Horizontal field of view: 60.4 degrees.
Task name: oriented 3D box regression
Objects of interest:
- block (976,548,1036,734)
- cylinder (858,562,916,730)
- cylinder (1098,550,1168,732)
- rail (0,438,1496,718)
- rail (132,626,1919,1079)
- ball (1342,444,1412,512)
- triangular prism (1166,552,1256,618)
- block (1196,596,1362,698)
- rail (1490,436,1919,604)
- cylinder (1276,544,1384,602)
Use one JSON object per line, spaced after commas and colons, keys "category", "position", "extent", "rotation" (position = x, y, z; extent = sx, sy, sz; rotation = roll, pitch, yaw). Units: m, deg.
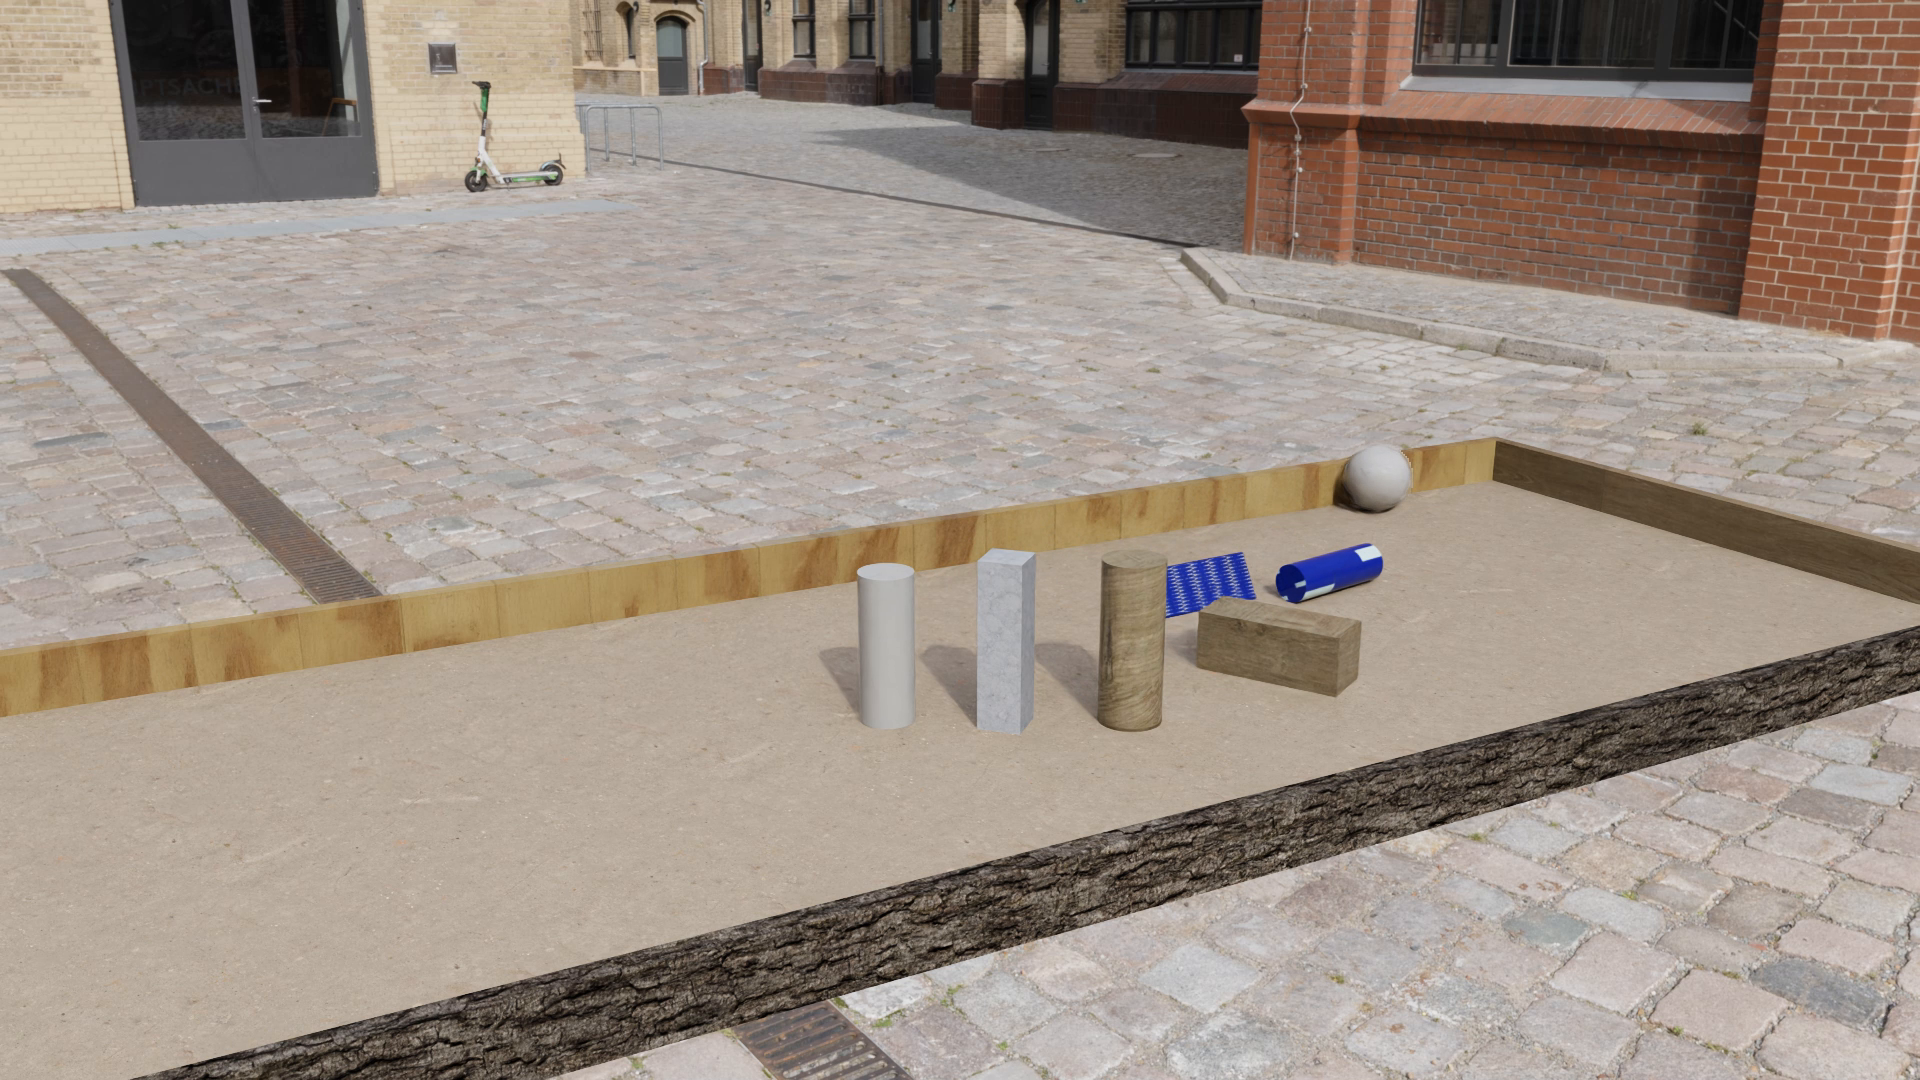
{"category": "block", "position": [0.107, 0.235, 3.825], "extent": [0.106, 0.411, 0.106], "rotation": [6, 17, 19]}
{"category": "cylinder", "position": [-0.172, 0.248, 3.862], "extent": [0.133, 0.366, 0.133], "rotation": [0, 16, 0]}
{"category": "cylinder", "position": [0.402, 0.234, 3.850], "extent": [0.152, 0.399, 0.152], "rotation": [0, 16, 0]}
{"category": "rail", "position": [-3.305, 0.497, 3.399], "extent": [12.000, 0.150, 0.050], "rotation": [-9, 18, -27]}
{"category": "rail", "position": [-2.336, 1.006, 1.665], "extent": [12.000, 0.150, 0.050], "rotation": [-9, 18, -27]}
{"category": "ball", "position": [1.434, -0.213, 5.676], "extent": [0.228, 0.228, 0.228], "rotation": [0, 16, 0]}
{"category": "triangular prism", "position": [0.647, 0.123, 4.709], "extent": [0.405, 0.122, 0.140], "rotation": [-10, 19, -30]}
{"category": "block", "position": [0.806, 0.265, 4.180], "extent": [0.374, 0.153, 0.153], "rotation": [10, 19, 31]}
{"category": "rail", "position": [2.466, -0.048, 5.253], "extent": [0.050, 0.150, 2.100], "rotation": [-9, 18, -27]}
{"category": "cylinder", "position": [1.085, 0.095, 4.834], "extent": [0.348, 0.112, 0.112], "rotation": [-13, 21, -37]}
